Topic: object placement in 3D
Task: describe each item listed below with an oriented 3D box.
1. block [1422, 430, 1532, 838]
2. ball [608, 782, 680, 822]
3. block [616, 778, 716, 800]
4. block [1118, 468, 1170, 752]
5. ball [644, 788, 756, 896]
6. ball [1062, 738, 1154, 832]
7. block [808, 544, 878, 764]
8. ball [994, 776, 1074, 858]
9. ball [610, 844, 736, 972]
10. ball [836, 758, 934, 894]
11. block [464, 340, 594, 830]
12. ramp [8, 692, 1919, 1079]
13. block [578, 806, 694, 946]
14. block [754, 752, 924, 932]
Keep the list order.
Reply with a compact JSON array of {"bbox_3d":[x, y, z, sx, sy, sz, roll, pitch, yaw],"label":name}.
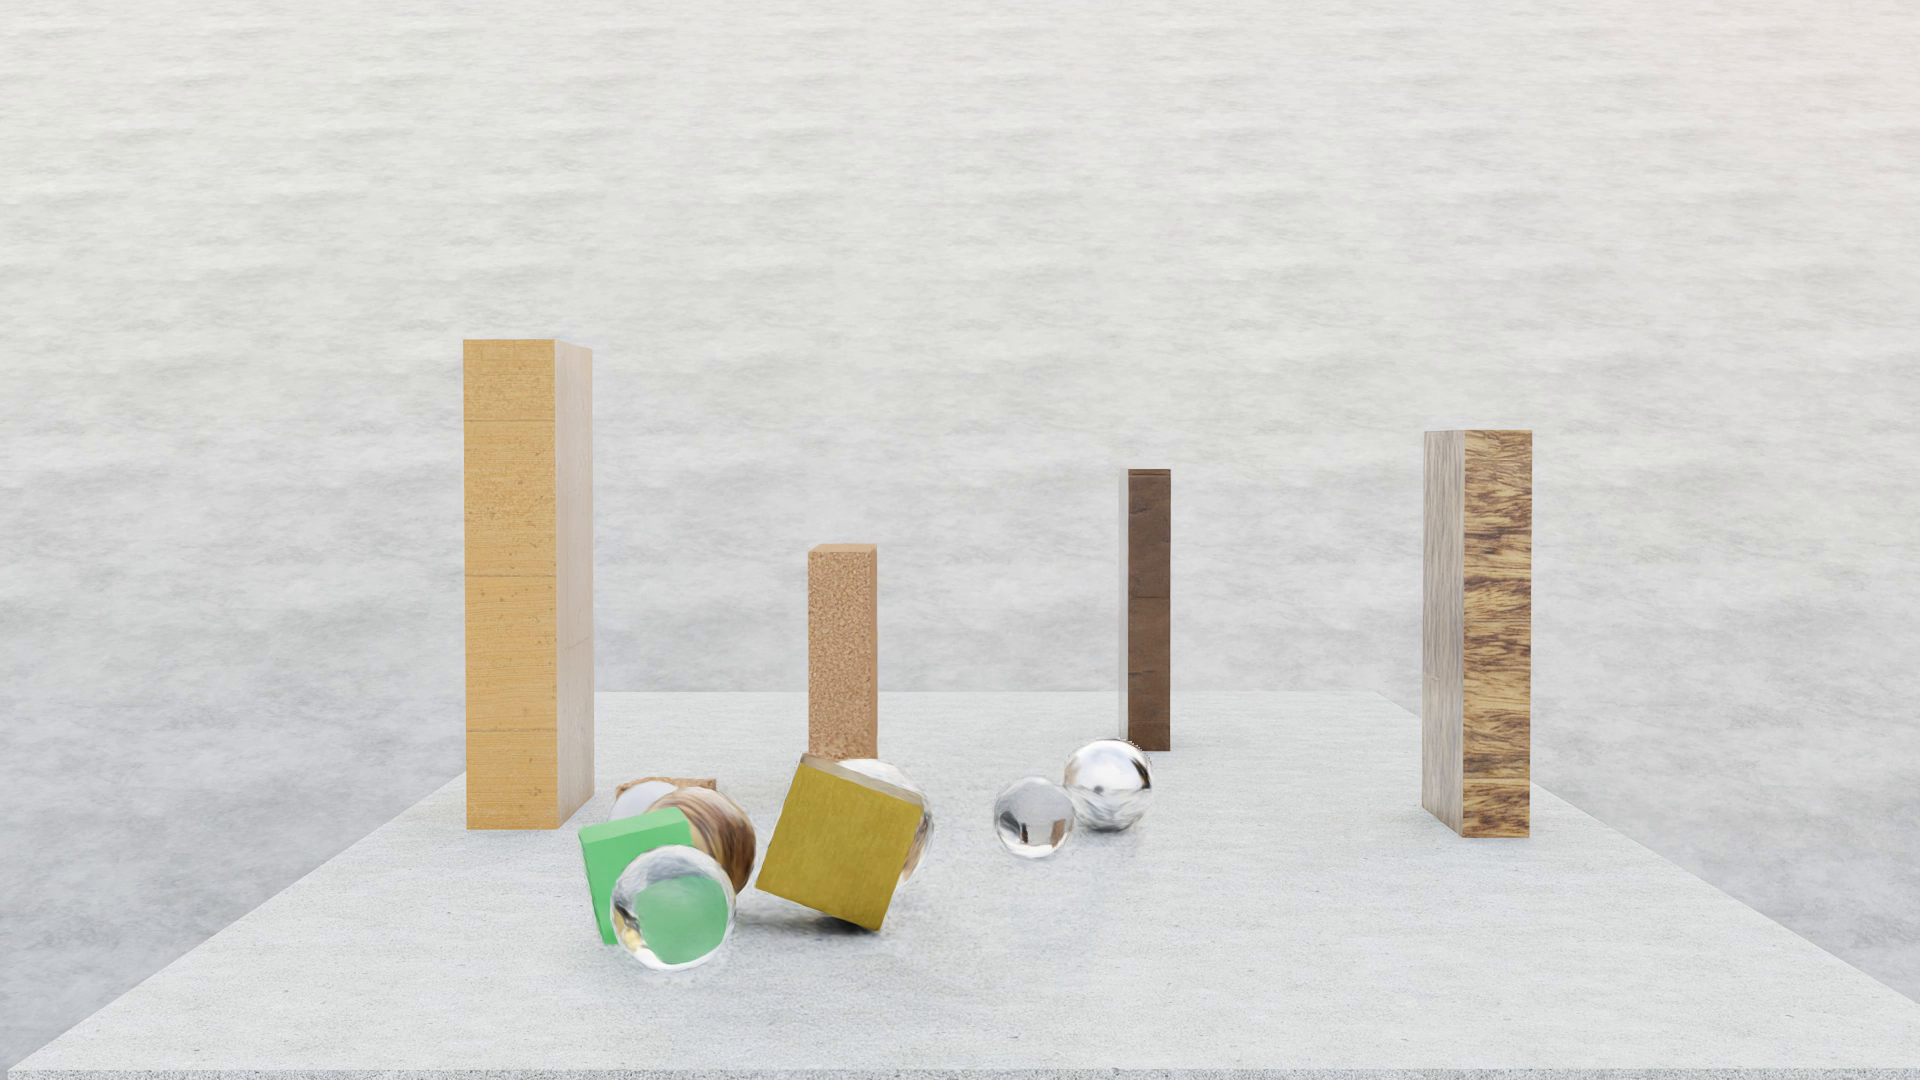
[{"bbox_3d":[0.846,0.142,4.236,0.106,0.644,0.356,0,2,0],"label":"block"},{"bbox_3d":[-0.442,0.416,3.723,0.134,0.134,0.134,0,24,0],"label":"ball"},{"bbox_3d":[-0.440,0.421,3.867,0.114,0.114,0.114,1,2,15],"label":"block"},{"bbox_3d":[0.385,0.138,5.391,0.087,0.575,0.308,0,2,0],"label":"block"},{"bbox_3d":[-0.352,0.411,3.412,0.166,0.166,0.166,0,24,0],"label":"ball"},{"bbox_3d":[0.238,0.394,4.138,0.150,0.150,0.150,0,24,0],"label":"ball"},{"bbox_3d":[-0.208,0.232,4.639,0.107,0.438,0.410,0,2,0],"label":"block"},{"bbox_3d":[0.111,0.417,3.869,0.122,0.122,0.122,0,24,0],"label":"ball"},{"bbox_3d":[-0.337,0.433,3.029,0.149,0.149,0.149,0,24,0],"label":"ball"},{"bbox_3d":[-0.132,0.393,3.505,0.194,0.194,0.194,0,24,0],"label":"ball"},{"bbox_3d":[-0.724,0.065,4.364,0.147,0.791,0.426,0,2,0],"label":"block"},{"bbox_3d":[0.056,0.504,4.549,2.000,0.100,4.000,0,2,0],"label":"ramp"},{"bbox_3d":[-0.401,0.423,3.252,0.131,0.131,0.131,-12,4,-12],"label":"block"},{"bbox_3d":[-0.155,0.387,3.323,0.167,0.167,0.167,20,-1,-2],"label":"block"}]
